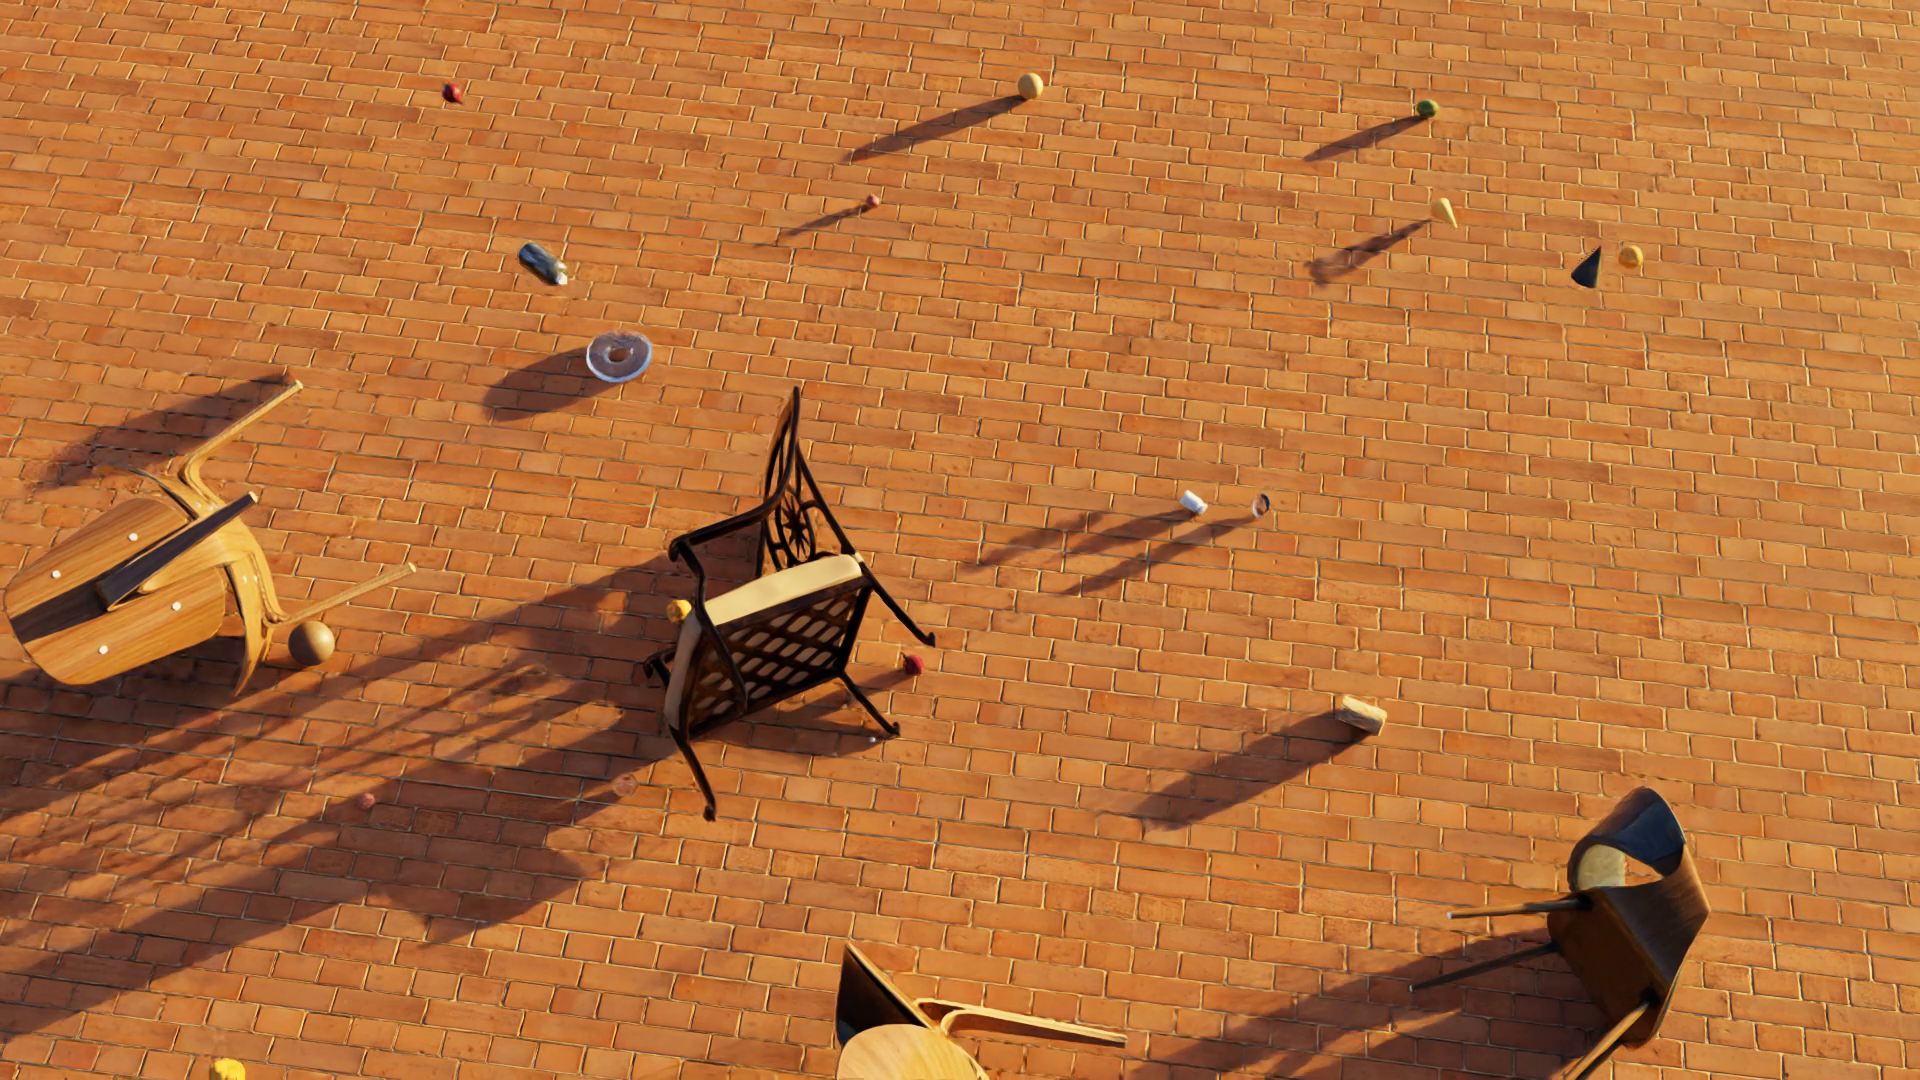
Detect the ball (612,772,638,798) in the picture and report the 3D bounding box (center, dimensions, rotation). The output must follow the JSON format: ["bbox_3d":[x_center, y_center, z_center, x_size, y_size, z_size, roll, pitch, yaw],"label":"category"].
[{"bbox_3d":[-0.925,0.677,6.078,0.069,0.069,0.069,0,56,0],"label":"ball"}]

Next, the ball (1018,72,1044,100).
[{"bbox_3d":[0.242,-1.561,7.568,0.090,0.090,0.090,0,56,0],"label":"ball"}]

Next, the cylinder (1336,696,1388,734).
[{"bbox_3d":[1.133,0.494,6.191,0.125,0.065,0.106,21,17,14],"label":"cylinder"}]

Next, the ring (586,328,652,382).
[{"bbox_3d":[-1.075,-0.583,6.937,0.207,0.049,0.213,28,60,18],"label":"ring"}]

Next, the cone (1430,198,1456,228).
[{"bbox_3d":[1.606,-1.058,7.226,0.065,0.067,0.134,1,40,-22],"label":"cone"}]

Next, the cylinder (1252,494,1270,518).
[{"bbox_3d":[0.903,-0.103,6.590,0.034,0.073,0.058,-1,76,-8],"label":"cylinder"}]

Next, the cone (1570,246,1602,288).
[{"bbox_3d":[1.833,-0.803,6.365,0.082,0.122,0.090,-21,50,-42],"label":"cone"}]
